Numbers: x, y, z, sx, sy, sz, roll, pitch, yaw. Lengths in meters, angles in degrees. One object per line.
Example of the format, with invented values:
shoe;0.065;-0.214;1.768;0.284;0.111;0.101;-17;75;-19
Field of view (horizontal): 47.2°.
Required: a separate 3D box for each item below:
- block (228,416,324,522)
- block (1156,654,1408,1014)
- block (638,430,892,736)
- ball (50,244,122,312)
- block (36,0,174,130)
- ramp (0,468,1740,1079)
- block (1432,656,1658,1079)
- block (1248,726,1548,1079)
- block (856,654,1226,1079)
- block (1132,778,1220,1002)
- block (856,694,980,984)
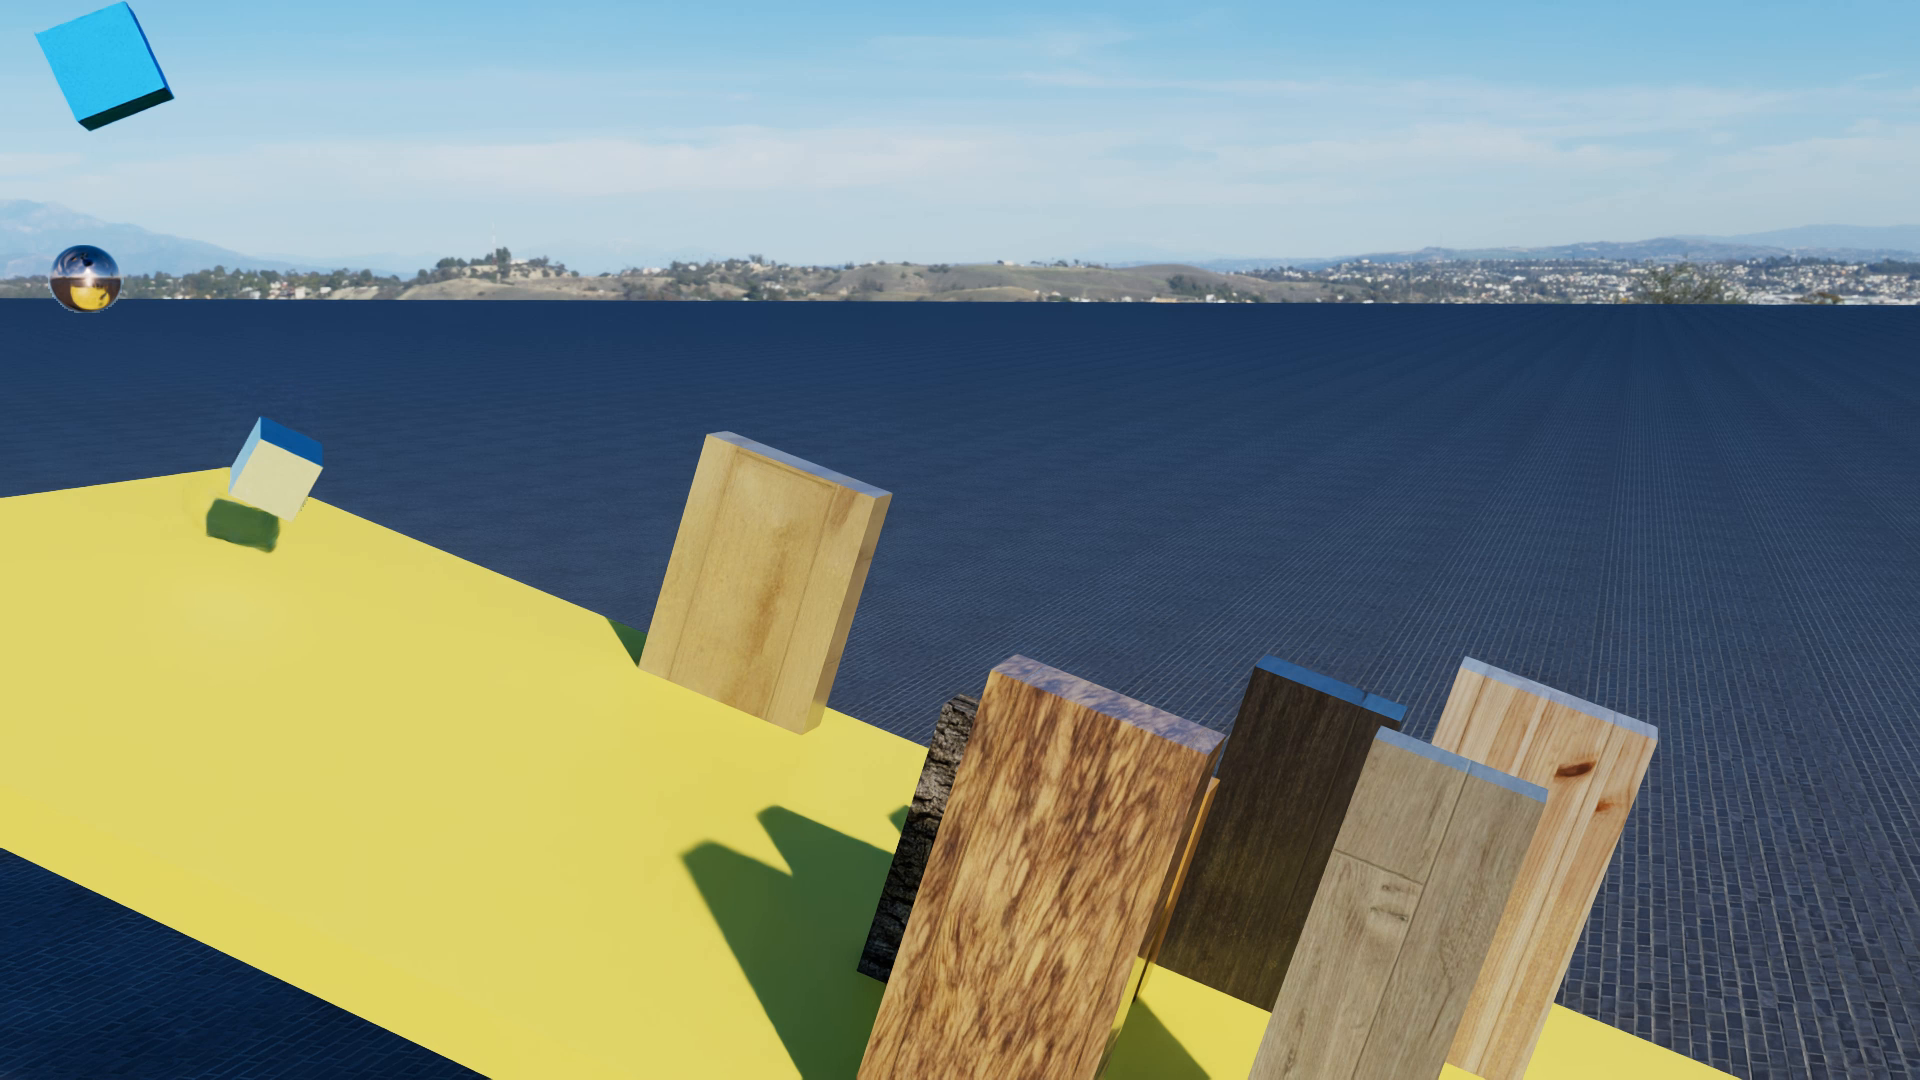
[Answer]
block;-1.519;-0.158;4.885;0.147;0.147;0.147;27;13;-26
block;0.617;0.574;4.269;0.289;0.629;0.145;21;12;14
block;-0.447;0.095;5.018;0.424;0.574;0.118;21;12;14
ball;-1.881;-0.563;4.731;0.145;0.145;0.145;0;7;0
block;-1.714;-0.950;4.419;0.181;0.181;0.181;-25;10;-11
ramp;-0.352;0.662;4.223;4.000;0.100;2.000;21;12;14
block;1.031;0.646;4.271;0.382;0.743;0.130;21;12;14
block;0.617;0.697;3.305;0.258;0.793;0.092;21;12;14
block;0.099;0.580;3.182;0.325;0.751;0.139;21;12;14
block;0.263;0.599;4.124;0.312;0.428;0.113;21;12;14
block;0.069;0.568;3.786;0.347;0.507;0.104;21;12;14
